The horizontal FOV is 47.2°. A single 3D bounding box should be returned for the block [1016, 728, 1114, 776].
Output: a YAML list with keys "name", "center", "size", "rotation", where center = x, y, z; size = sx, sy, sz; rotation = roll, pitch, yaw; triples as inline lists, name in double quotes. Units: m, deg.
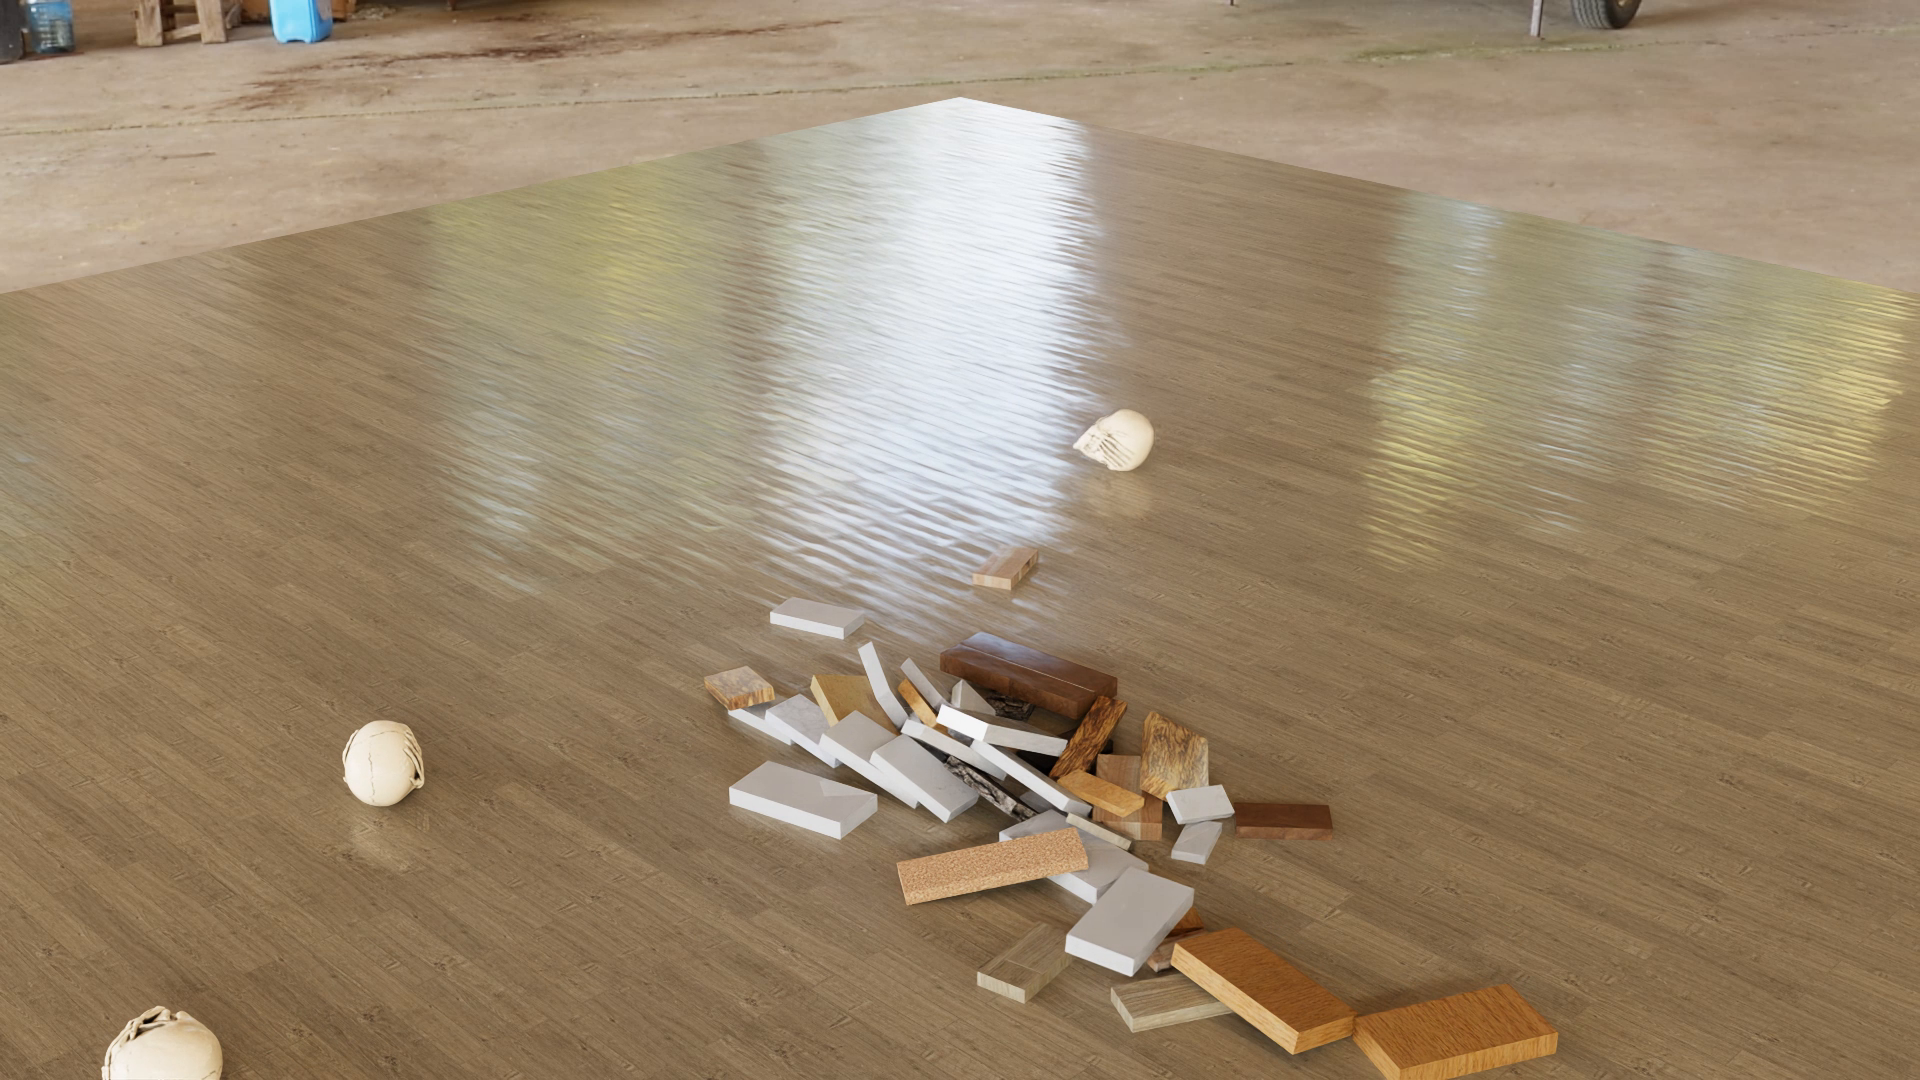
- name: "block"
  center: [0.223, 0.450, 4.667]
  size: [0.190, 0.027, 0.095]
  rotation: [-17, 29, -35]

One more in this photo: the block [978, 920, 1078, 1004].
- name: "block"
  center: [0.129, 0.755, 3.944]
  size: [0.100, 0.028, 0.200]
  rotation: [15, 27, 31]

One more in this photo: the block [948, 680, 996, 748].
- name: "block"
  center: [0.026, 0.389, 4.719]
  size: [0.030, 0.105, 0.211]
  rotation: [-41, 15, 18]

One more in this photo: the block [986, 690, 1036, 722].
- name: "block"
  center: [0.126, 0.345, 4.911]
  size: [0.101, 0.029, 0.202]
  rotation: [7, 24, 16]

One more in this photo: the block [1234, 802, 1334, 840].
- name: "block"
  center: [0.645, 0.563, 4.399]
  size: [0.190, 0.027, 0.095]
  rotation: [1, 23, 3]

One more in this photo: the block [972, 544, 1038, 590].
- name: "block"
  center: [0.117, 0.067, 5.566]
  size: [0.101, 0.029, 0.202]
  rotation: [9, 25, 20]

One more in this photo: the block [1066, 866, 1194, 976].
- name: "block"
  center: [0.312, 0.694, 4.017]
  size: [0.133, 0.038, 0.266]
  rotation: [17, 28, 25]

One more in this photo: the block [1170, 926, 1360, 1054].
- name: "block"
  center: [0.526, 0.778, 3.818]
  size: [0.152, 0.043, 0.303]
  rotation: [-6, 25, -39]

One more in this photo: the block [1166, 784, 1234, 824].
- name: "block"
  center: [0.481, 0.529, 4.399]
  size: [0.130, 0.018, 0.065]
  rotation: [-3, 55, -31]

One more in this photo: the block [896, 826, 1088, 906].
- name: "block"
  center: [0.061, 0.621, 4.196]
  size: [0.352, 0.028, 0.100]
  rotation: [-10, 28, -6]

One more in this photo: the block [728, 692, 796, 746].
- name: "block"
  center: [-0.402, 0.385, 4.816]
  size: [0.206, 0.029, 0.103]
  rotation: [21, 31, 40]

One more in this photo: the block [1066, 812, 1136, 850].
- name: "block"
  center: [0.278, 0.570, 4.313]
  size: [0.134, 0.019, 0.067]
  rotation: [24, 1, 16]

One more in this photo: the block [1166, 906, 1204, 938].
- name: "block"
  center: [0.377, 0.710, 4.063]
  size: [0.134, 0.019, 0.067]
  rotation: [-4, 23, -9]

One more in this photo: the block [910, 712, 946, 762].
- name: "block"
  center: [-0.069, 0.419, 4.692]
  size: [0.018, 0.065, 0.130]
  rotation: [-39, 26, 4]

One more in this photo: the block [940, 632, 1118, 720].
- name: "block"
  center: [0.151, 0.300, 4.925]
  size: [0.383, 0.043, 0.152]
  rotation: [18, 29, 35]

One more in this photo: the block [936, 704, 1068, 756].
- name: "block"
  center: [0.089, 0.396, 4.555]
  size: [0.133, 0.038, 0.266]
  rotation: [19, 2, 42]

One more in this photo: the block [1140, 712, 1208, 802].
- name: "block"
  center: [0.444, 0.462, 4.548]
  size: [0.137, 0.039, 0.274]
  rotation: [27, 23, -6]

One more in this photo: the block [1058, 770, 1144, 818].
- name: "block"
  center: [0.283, 0.510, 4.436]
  size: [0.174, 0.018, 0.065]
  rotation: [20, 30, 39]

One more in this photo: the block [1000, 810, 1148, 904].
- name: "block"
  center: [0.219, 0.614, 4.265]
  size: [0.137, 0.039, 0.274]
  rotation: [-18, 29, -37]

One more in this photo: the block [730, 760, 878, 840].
- name: "block"
  center: [-0.319, 0.527, 4.471]
  size: [0.273, 0.038, 0.133]
  rotation: [13, 26, 29]

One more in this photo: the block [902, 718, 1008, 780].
- name: "block"
  center: [-0.010, 0.432, 4.523]
  size: [0.210, 0.030, 0.105]
  rotation: [29, -8, -22]

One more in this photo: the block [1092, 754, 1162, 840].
- name: "block"
  center: [0.344, 0.522, 4.480]
  size: [0.137, 0.039, 0.275]
  rotation: [2, 23, 5]

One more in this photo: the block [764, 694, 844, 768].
- name: "block"
  center: [-0.307, 0.407, 4.708]
  size: [0.206, 0.029, 0.103]
  rotation: [31, 36, 30]

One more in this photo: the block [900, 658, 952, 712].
- name: "block"
  center: [-0.052, 0.340, 4.836]
  size: [0.030, 0.105, 0.211]
  rotation: [-48, 31, 2]

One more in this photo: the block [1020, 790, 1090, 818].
- name: "block"
  center: [0.193, 0.539, 4.467]
  size: [0.132, 0.019, 0.066]
  rotation: [20, 30, 39]

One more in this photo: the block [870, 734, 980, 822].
- name: "block"
  center: [-0.071, 0.484, 4.483]
  size: [0.210, 0.030, 0.105]
  rotation: [36, 35, 21]

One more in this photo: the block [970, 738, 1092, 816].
- name: "block"
  center: [0.143, 0.479, 4.445]
  size: [0.264, 0.027, 0.095]
  rotation: [31, 3, 37]

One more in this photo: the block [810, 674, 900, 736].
- name: "block"
  center: [-0.226, 0.372, 4.737]
  size: [0.124, 0.035, 0.248]
  rotation: [3, 27, -24]

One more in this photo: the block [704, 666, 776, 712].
- name: "block"
  center: [-0.491, 0.329, 4.884]
  size: [0.103, 0.029, 0.206]
  rotation: [-14, 15, -19]

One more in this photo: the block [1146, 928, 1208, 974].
- name: "block"
  center: [0.399, 0.744, 3.983]
  size: [0.132, 0.019, 0.066]
  rotation: [-10, 25, -23]

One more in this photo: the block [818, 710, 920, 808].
- name: "block"
  center: [-0.156, 0.452, 4.552]
  size: [0.248, 0.035, 0.124]
  rotation: [31, 33, 19]

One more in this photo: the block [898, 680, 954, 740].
- name: "block"
  center: [-0.057, 0.382, 4.738]
  size: [0.030, 0.105, 0.211]
  rotation: [-47, 30, 2]

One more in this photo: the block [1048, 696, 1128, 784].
- name: "block"
  center: [0.274, 0.426, 4.660]
  size: [0.066, 0.019, 0.349]
  rotation: [12, 28, 17]

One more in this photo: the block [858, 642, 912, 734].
- name: "block"
  center: [-0.157, 0.329, 4.826]
  size: [0.035, 0.124, 0.248]
  rotation: [-32, 25, 2]

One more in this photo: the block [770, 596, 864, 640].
- name: "block"
  center: [-0.343, 0.187, 5.285]
  size: [0.202, 0.029, 0.101]
  rotation: [11, 25, 25]

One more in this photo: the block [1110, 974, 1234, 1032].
- name: "block"
  center: [0.375, 0.801, 3.837]
  size: [0.200, 0.028, 0.100]
  rotation: [-7, 24, -17]

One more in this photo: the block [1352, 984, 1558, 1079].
- name: "block"
  center: [0.838, 0.840, 3.726]
  size: [0.303, 0.043, 0.152]
  rotation: [-8, 24, -18]

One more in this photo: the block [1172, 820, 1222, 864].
- name: "block"
  center: [0.468, 0.593, 4.339]
  size: [0.067, 0.019, 0.134]
  rotation: [8, 24, 19]

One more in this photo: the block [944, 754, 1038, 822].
- name: "block"
  center: [0.068, 0.508, 4.427]
  size: [0.210, 0.030, 0.105]
  rotation: [32, -2, 43]
